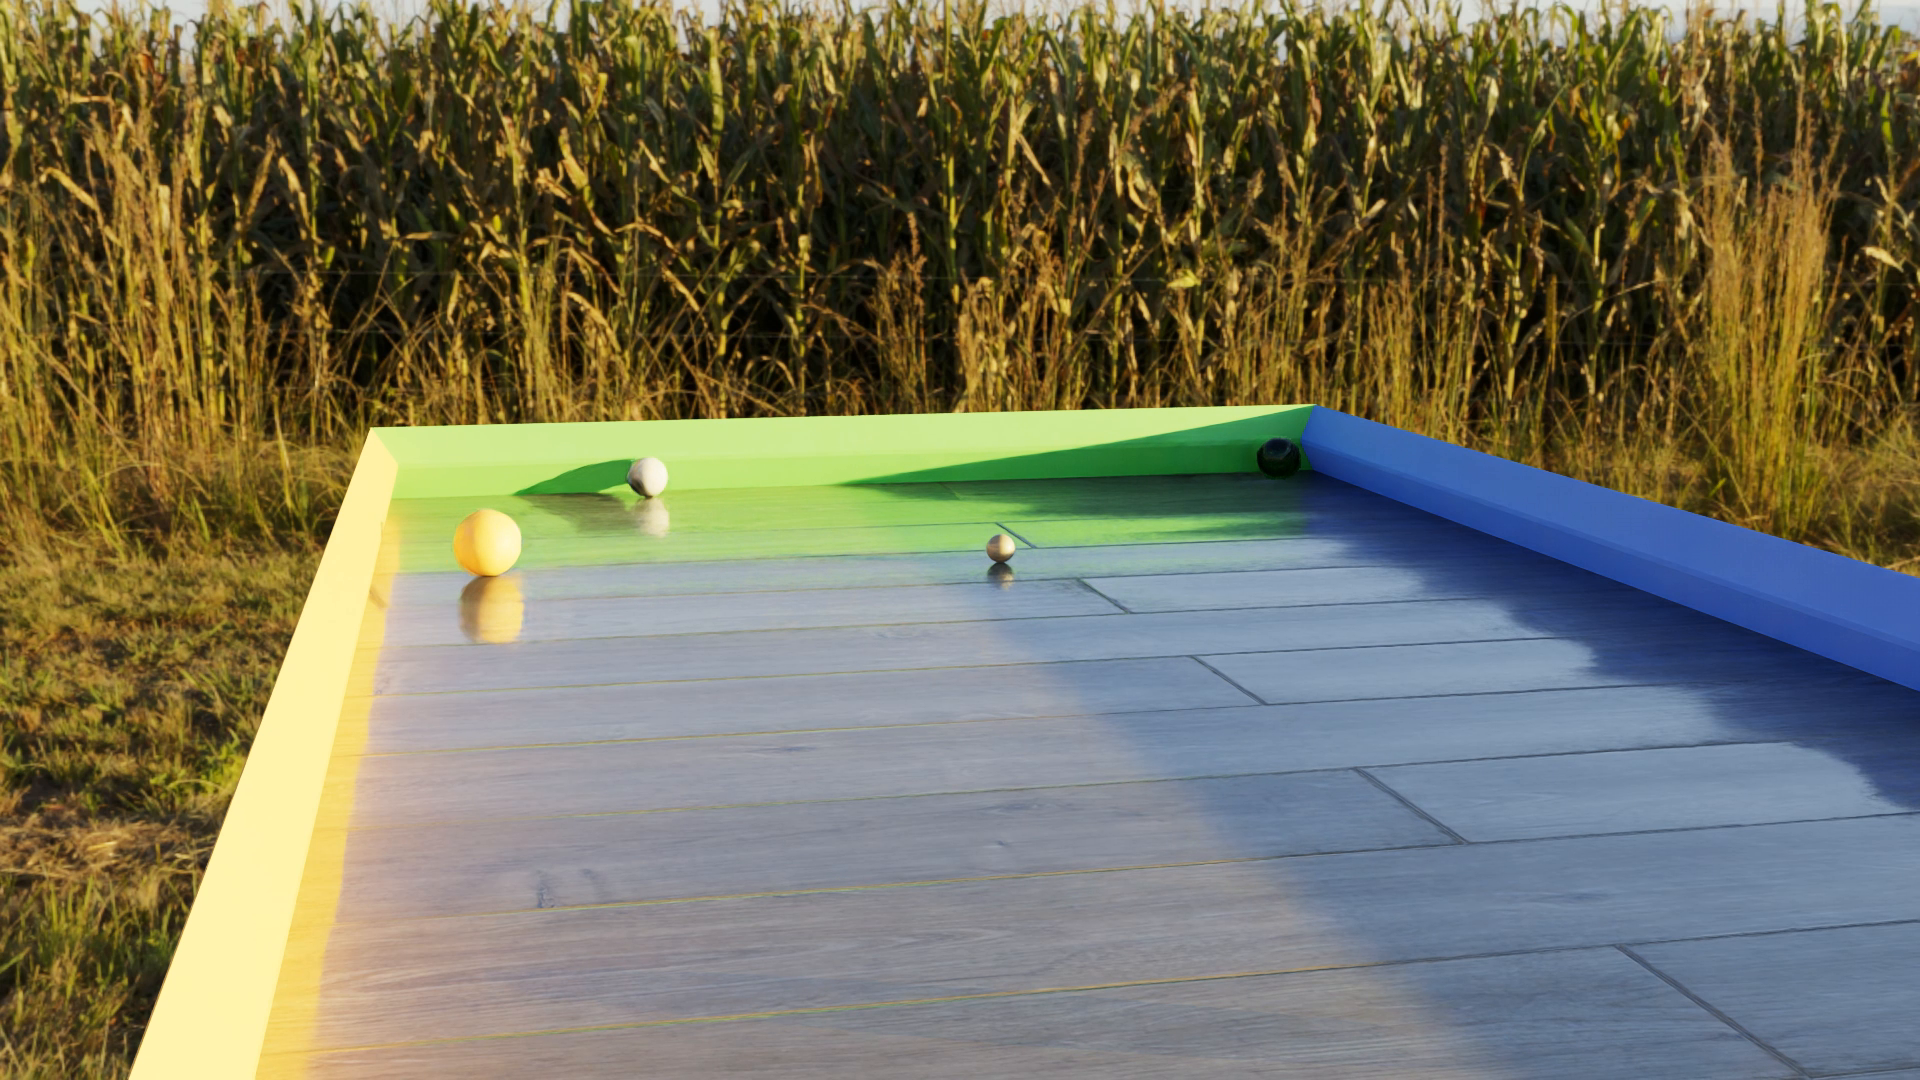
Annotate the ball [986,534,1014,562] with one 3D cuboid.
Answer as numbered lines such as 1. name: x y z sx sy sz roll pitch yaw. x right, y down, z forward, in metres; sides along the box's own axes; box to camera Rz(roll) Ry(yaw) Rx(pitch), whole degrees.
1. ball: 0.059 0.012 3.209 0.042 0.042 0.042 0 10 0

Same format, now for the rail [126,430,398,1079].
1. rail: -0.650 0.134 2.258 0.045 0.123 3.225 -2 10 -12

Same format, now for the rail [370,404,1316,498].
1. rail: -0.168 -0.160 3.966 1.732 0.123 0.045 -2 10 -12

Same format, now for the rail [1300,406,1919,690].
1. rail: 0.996 0.072 2.614 0.045 0.123 3.225 -2 10 -12

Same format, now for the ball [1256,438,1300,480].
1. ball: 0.586 -0.151 4.052 0.077 0.077 0.077 0 10 0

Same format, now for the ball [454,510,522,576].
1. ball: -0.666 0.004 3.100 0.095 0.095 0.095 0 10 0

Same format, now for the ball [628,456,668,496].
1. ball: -0.545 -0.111 3.840 0.070 0.070 0.070 0 10 0
